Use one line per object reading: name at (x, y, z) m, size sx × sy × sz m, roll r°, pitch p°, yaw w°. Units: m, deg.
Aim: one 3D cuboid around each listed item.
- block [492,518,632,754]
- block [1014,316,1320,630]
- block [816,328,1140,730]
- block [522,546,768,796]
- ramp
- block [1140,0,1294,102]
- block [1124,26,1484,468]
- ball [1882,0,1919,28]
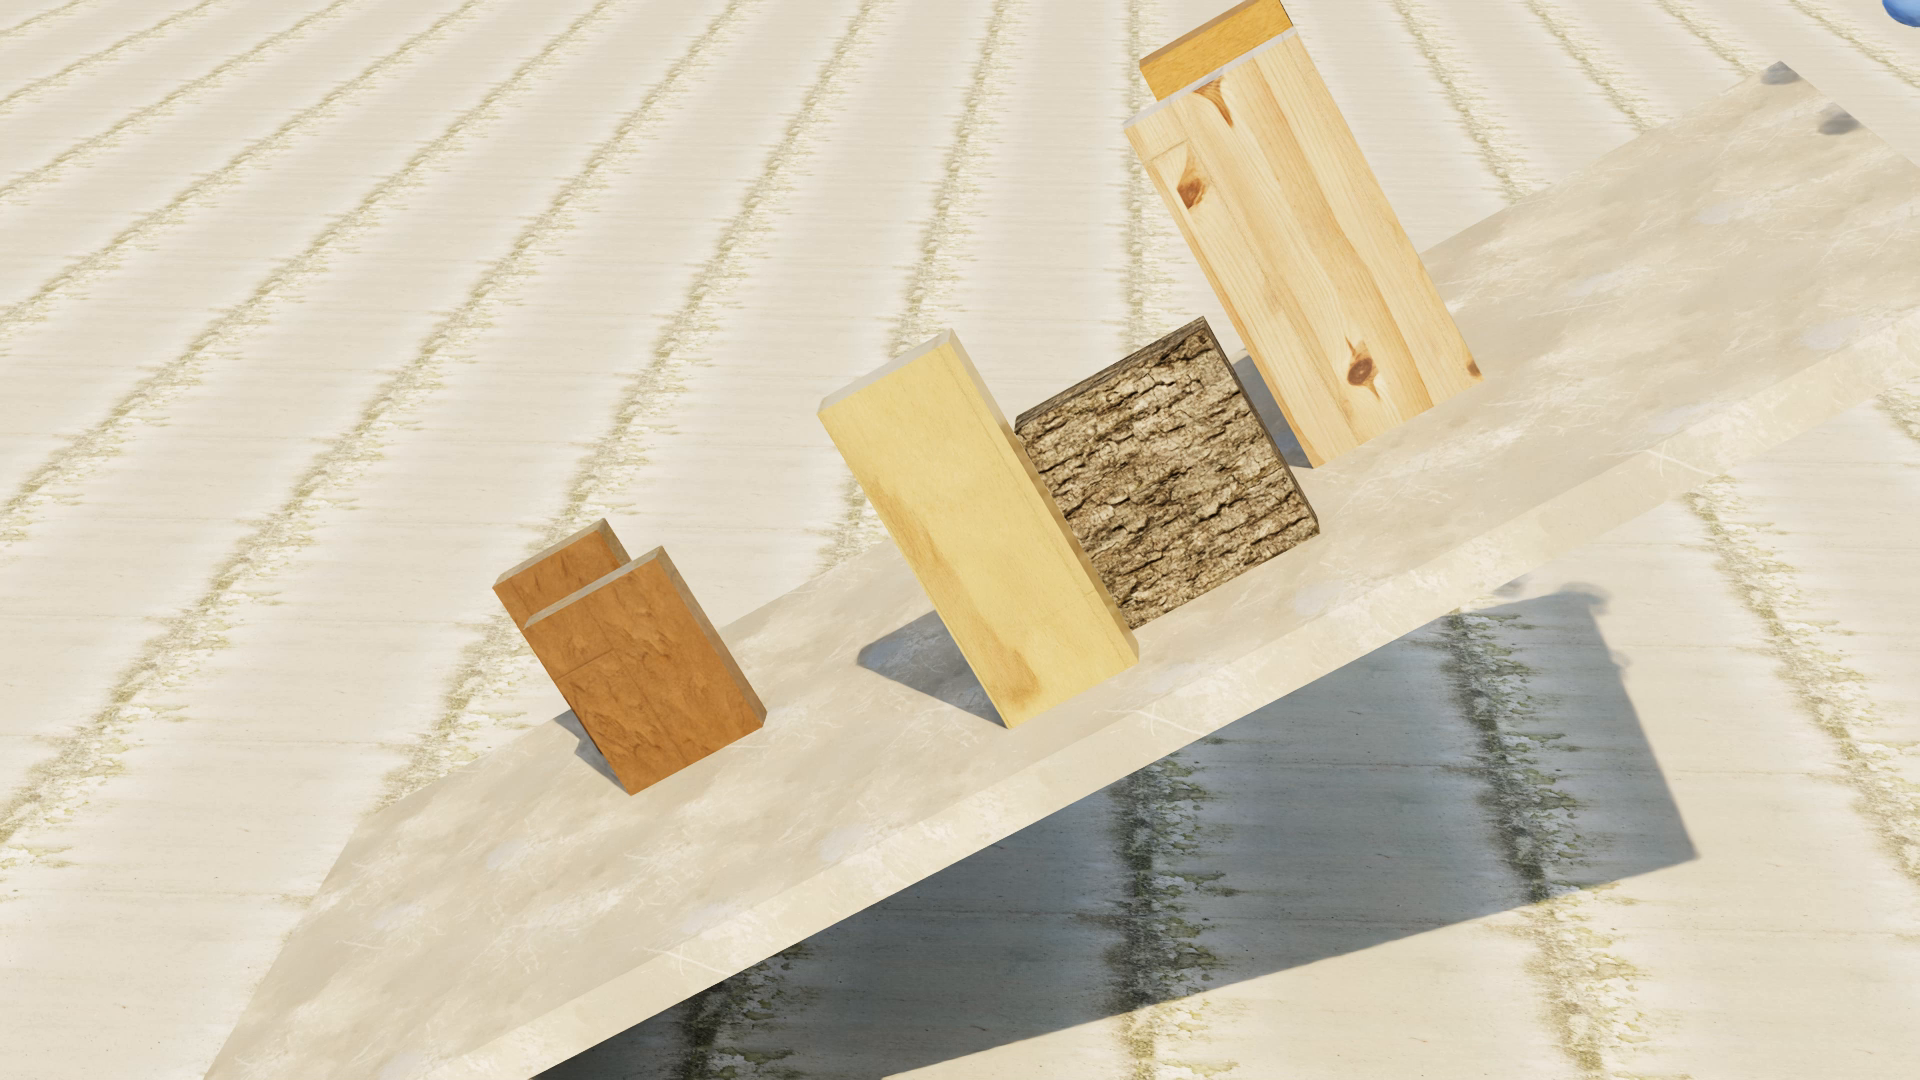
block at (-0.839, 0.226, 6.904) m, size 0.293 × 0.477 × 0.094 m, roll -28°, pitch 15°, yaw 12°
block at (0.396, -0.125, 5.622) m, size 0.409 × 0.459 × 0.104 m, roll -28°, pitch 15°, yaw 12°
block at (0.039, -0.017, 5.477) m, size 0.280 × 0.709 × 0.102 m, roll -28°, pitch 15°, yaw 12°
block at (-0.689, 0.289, 6.453) m, size 0.344 × 0.447 × 0.088 m, roll -28°, pitch 15°, yaw 12°
ramp at (0.142, 0.168, 6.284) m, size 4.000 × 0.100 × 2.000 m, roll -28°, pitch 15°, yaw 12°
block at (0.744, -0.843, 6.724) m, size 0.343 × 0.756 × 0.119 m, roll -28°, pitch 15°, yaw 12°
block at (0.687, -0.577, 5.869) m, size 0.383 × 0.795 × 0.097 m, roll -28°, pitch 15°, yaw 12°
ball at (1.852, -1.063, 5.679) m, size 0.143 × 0.143 × 0.143 m, roll 0°, pitch 18°, yaw 0°
